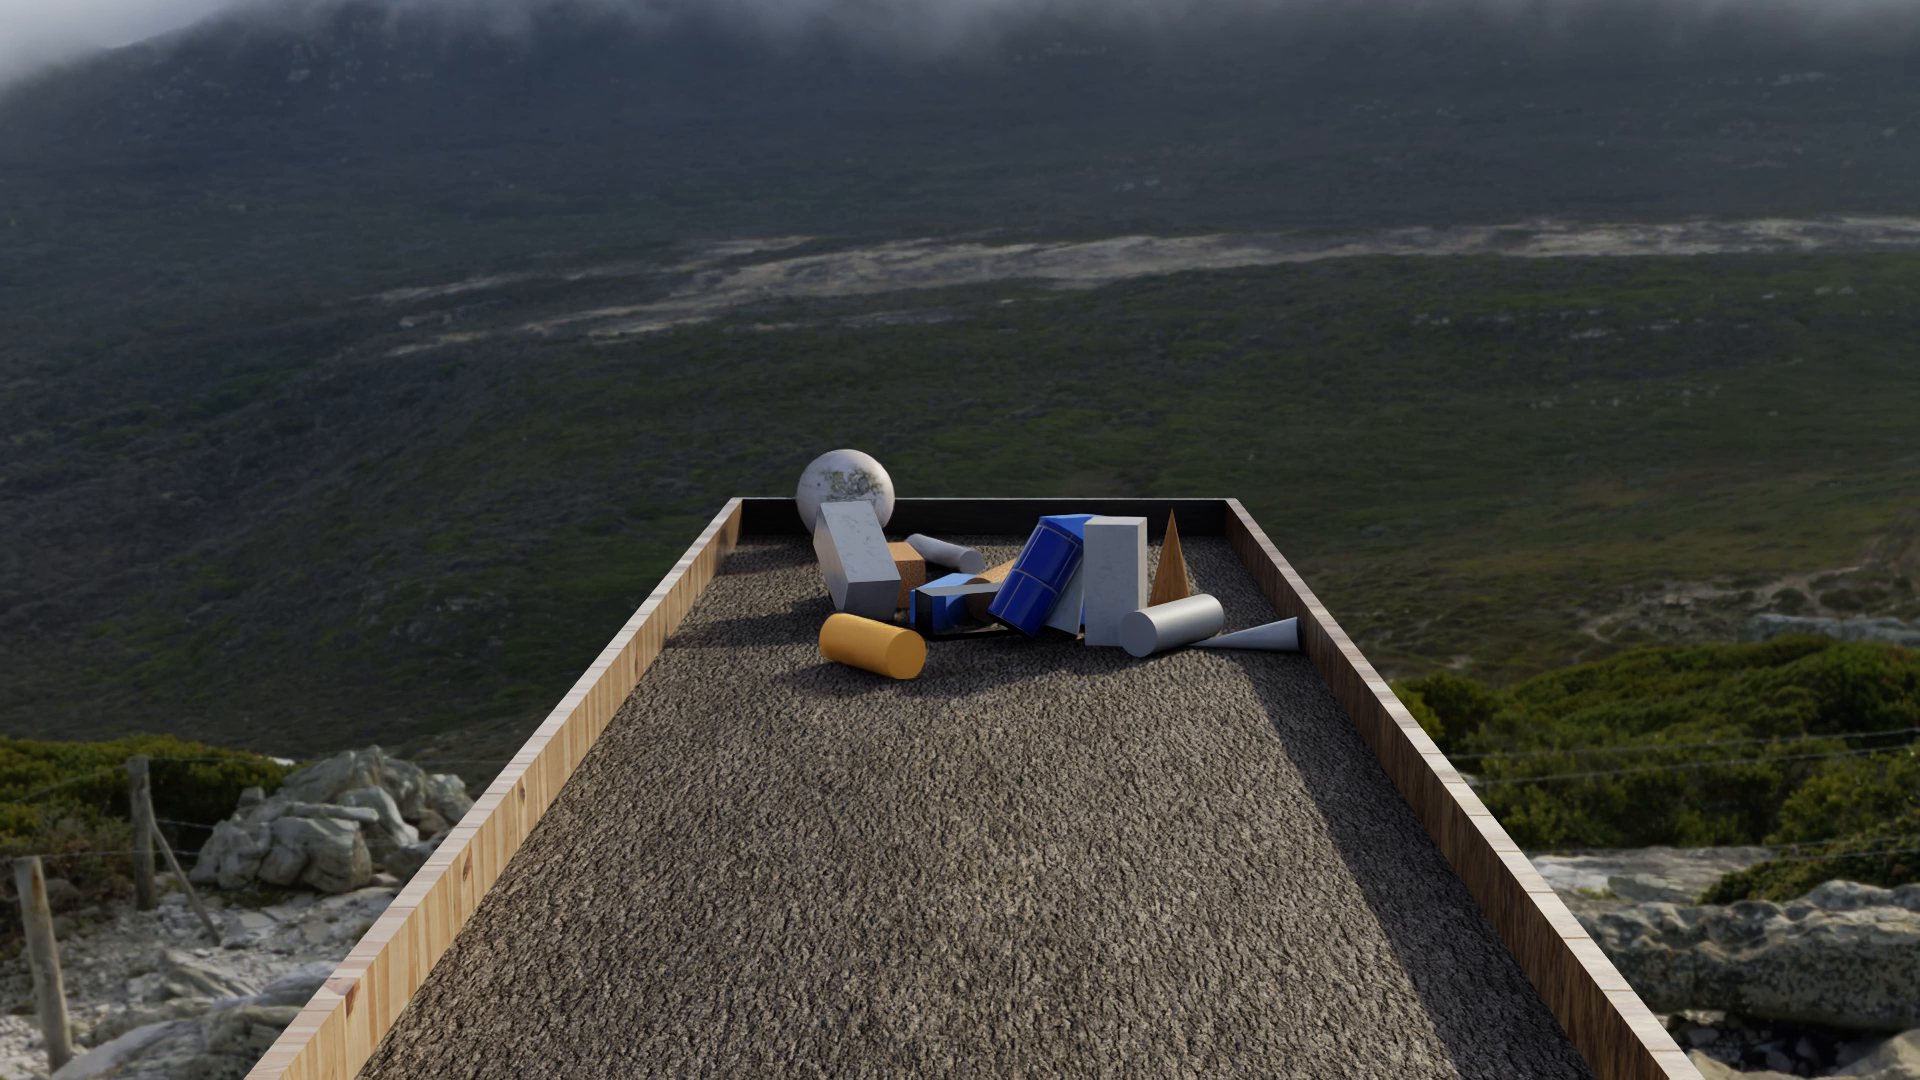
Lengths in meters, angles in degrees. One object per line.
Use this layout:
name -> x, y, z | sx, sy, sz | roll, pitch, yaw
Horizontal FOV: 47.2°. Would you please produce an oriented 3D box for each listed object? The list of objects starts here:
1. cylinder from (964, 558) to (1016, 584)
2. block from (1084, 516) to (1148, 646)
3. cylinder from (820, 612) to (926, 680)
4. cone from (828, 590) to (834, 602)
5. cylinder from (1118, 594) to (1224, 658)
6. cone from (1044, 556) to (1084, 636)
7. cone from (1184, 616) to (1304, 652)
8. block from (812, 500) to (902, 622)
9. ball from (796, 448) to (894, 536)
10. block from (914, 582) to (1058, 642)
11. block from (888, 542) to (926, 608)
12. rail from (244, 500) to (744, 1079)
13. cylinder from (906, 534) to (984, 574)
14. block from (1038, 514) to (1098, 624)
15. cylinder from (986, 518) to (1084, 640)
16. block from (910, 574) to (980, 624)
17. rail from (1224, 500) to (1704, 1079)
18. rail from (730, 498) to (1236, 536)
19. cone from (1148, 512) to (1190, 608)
cylinder -> 0.139, 0.163, 7.531 | 0.141, 0.141, 0.422 | 3, 10, 20
block -> 0.493, 0.129, 6.948 | 0.172, 0.385, 0.172 | 1, 9, 14
cylinder -> -0.262, 0.315, 6.553 | 0.148, 0.148, 0.346 | -7, 11, -37
cone -> -0.415, 0.028, 7.628 | 0.162, 0.162, 0.375 | -3, 53, -19
cylinder -> 0.664, 0.265, 6.881 | 0.142, 0.142, 0.382 | 7, 12, 38
cone -> 0.377, 0.119, 7.046 | 0.119, 0.362, 0.119 | 18, -5, 2
cone -> 0.874, 0.313, 6.856 | 0.373, 0.114, 0.114 | -6, 7, 17
block -> -0.349, 0.071, 7.385 | 0.180, 0.180, 0.411 | -3, 41, -19
ball -> -0.460, -0.168, 8.810 | 0.394, 0.394, 0.394 | 0, 9, 0
block -> 0.087, 0.227, 7.106 | 0.441, 0.148, 0.148 | -4, 10, -23
block -> -0.235, 0.121, 7.721 | 0.164, 0.164, 0.396 | -2, 9, -10
rail -> -1.004, 0.839, 3.234 | 0.050, 0.150, 12.000 | 0, 9, 1
cylinder -> -0.066, 0.059, 8.307 | 0.103, 0.103, 0.447 | -5, 10, -28
block -> 0.374, 0.096, 7.238 | 0.160, 0.350, 0.160 | -4, 4, -25
cylinder -> 0.245, 0.126, 6.981 | 0.179, 0.347, 0.179 | 30, -7, 4
block -> -0.046, 0.198, 7.418 | 0.108, 0.108, 0.374 | 4, 10, 22
rail -> 1.046, 0.843, 3.208 | 0.050, 0.150, 12.000 | 0, 9, 1
rail -> 0.099, -0.098, 9.147 | 2.100, 0.150, 0.050 | 0, 9, 1
cone -> 0.688, 0.090, 7.169 | 0.176, 0.398, 0.176 | 0, 9, 0
